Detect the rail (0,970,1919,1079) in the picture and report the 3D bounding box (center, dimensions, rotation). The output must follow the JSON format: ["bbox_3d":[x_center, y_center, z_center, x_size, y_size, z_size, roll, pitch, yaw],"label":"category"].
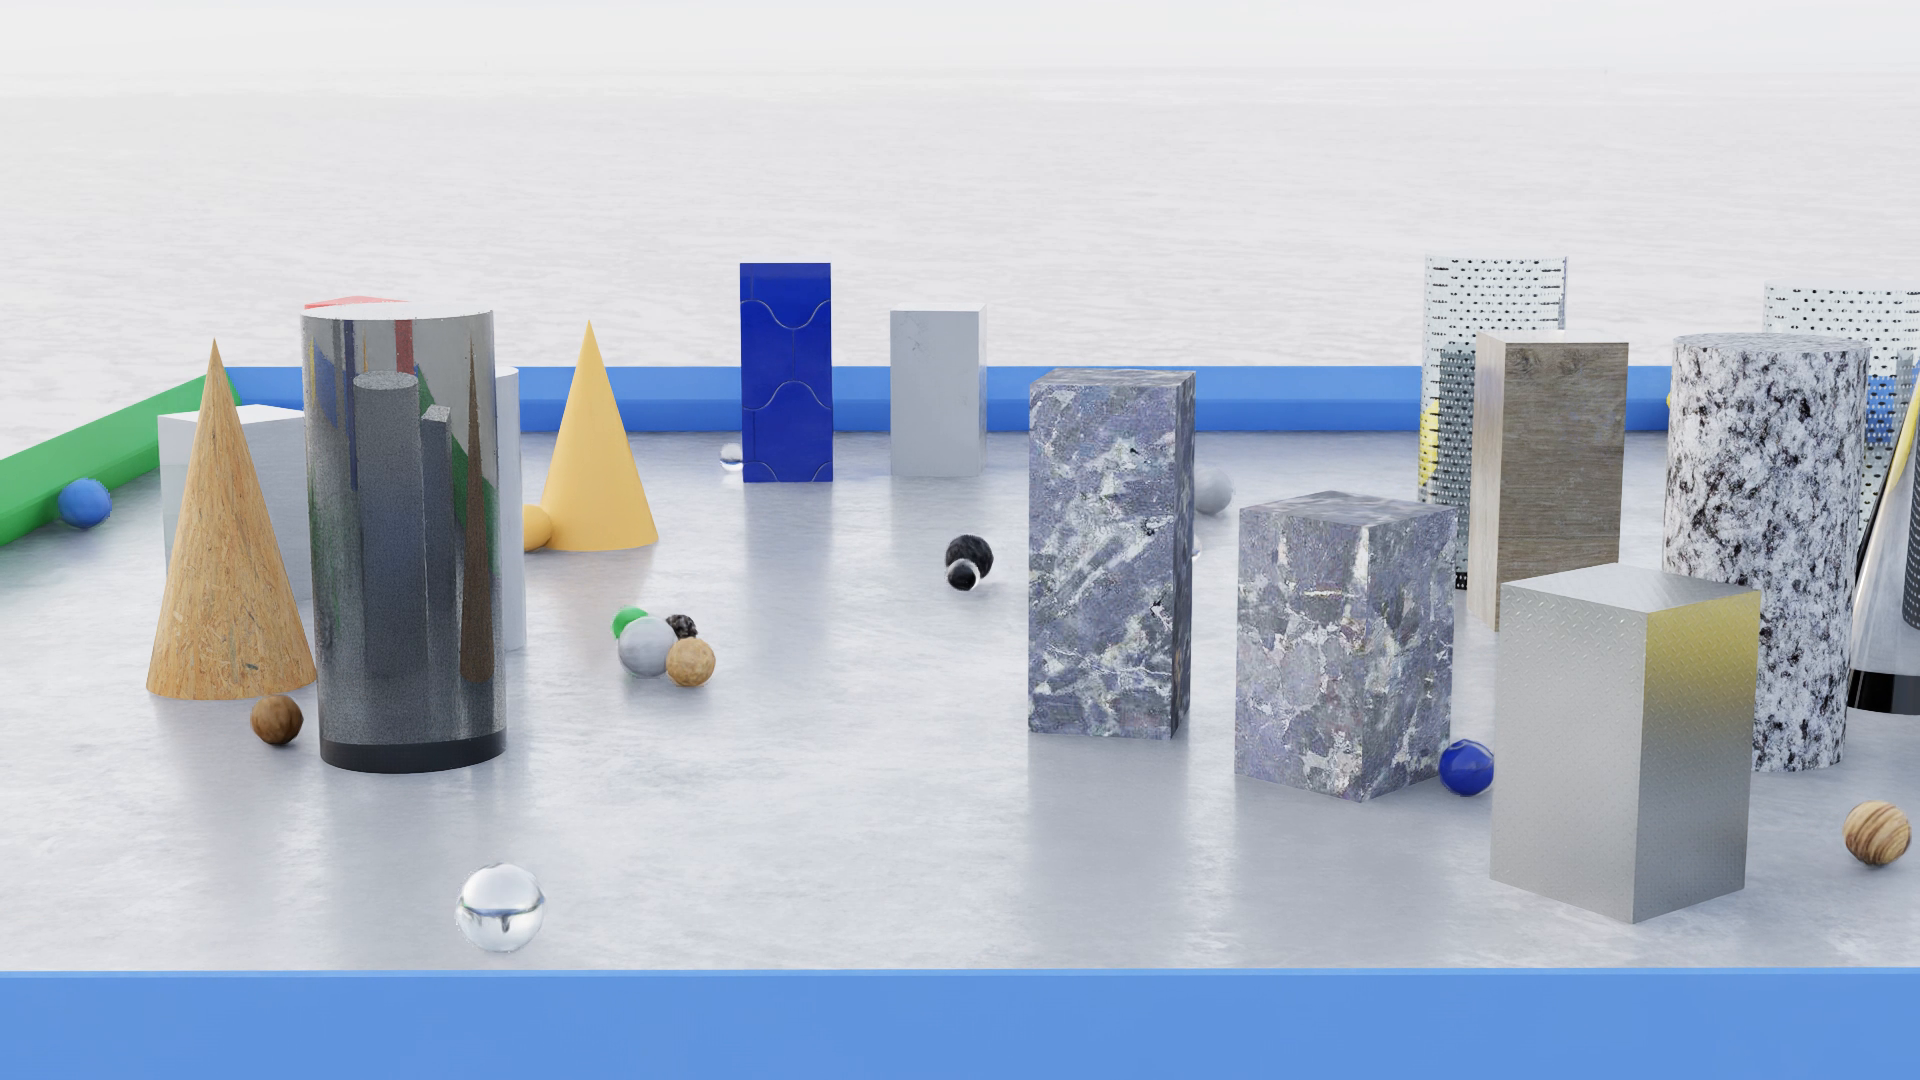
[{"bbox_3d":[0.010,0.348,1.749,2.940,0.129,0.045,0,10,0],"label":"rail"}]

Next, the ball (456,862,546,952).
[{"bbox_3d":[-0.382,0.305,2.135,0.074,0.074,0.074,0,10,0],"label":"ball"}]

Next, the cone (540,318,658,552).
[{"bbox_3d":[-0.569,-0.171,3.964,0.199,0.345,0.199,0,10,0],"label":"cone"}]

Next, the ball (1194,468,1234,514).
[{"bbox_3d":[0.409,-0.080,4.209,0.078,0.078,0.078,0,10,0],"label":"ball"}]

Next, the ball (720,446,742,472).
[{"bbox_3d":[-0.413,-0.148,4.659,0.048,0.048,0.048,0,10,0],"label":"ball"}]

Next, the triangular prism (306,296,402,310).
[{"bbox_3d":[-0.995,-0.228,4.274,0.172,0.345,0.149,-3,11,-15],"label":"triangular prism"}]

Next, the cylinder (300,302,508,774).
[{"bbox_3d":[-0.589,-0.007,2.726,0.199,0.473,0.199,0,10,0],"label":"cylinder"}]

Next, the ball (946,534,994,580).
[{"bbox_3d":[0.013,0.026,3.658,0.068,0.068,0.068,0,10,0],"label":"ball"}]

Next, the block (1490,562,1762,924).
[{"bbox_3d":[0.591,0.175,2.288,0.159,0.273,0.159,-8,13,-37],"label":"block"}]

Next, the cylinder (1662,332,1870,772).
[{"bbox_3d":[0.852,0.008,2.737,0.199,0.440,0.199,0,10,0],"label":"cylinder"}]

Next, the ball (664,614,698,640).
[{"bbox_3d":[-0.354,0.117,3.229,0.047,0.047,0.047,0,10,0],"label":"ball"}]

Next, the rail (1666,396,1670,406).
[{"bbox_3d":[1.446,0.032,3.457,0.045,0.129,3.505,0,10,0],"label":"rail"}]

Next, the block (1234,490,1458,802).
[{"bbox_3d":[0.398,0.105,2.651,0.159,0.280,0.159,10,14,43],"label":"block"}]

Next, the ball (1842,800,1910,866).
[{"bbox_3d":[0.845,0.270,2.365,0.059,0.059,0.059,0,10,0],"label":"ball"}]

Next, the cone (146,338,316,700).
[{"bbox_3d":[-0.873,-0.035,3.041,0.199,0.414,0.199,0,10,0],"label":"cone"}]

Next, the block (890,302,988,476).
[{"bbox_3d":[-0.037,-0.275,4.660,0.159,0.297,0.159,1,11,6],"label":"block"}]

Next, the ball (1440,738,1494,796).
[{"bbox_3d":[0.513,0.229,2.593,0.057,0.057,0.057,0,10,0],"label":"ball"}]

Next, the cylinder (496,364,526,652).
[{"bbox_3d":[-0.654,-0.040,3.248,0.199,0.348,0.199,0,10,0],"label":"cylinder"}]

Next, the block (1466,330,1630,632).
[{"bbox_3d":[0.773,-0.081,3.388,0.159,0.377,0.159,0,10,-2],"label":"block"}]

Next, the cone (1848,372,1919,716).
[{"bbox_3d":[1.102,-0.012,2.972,0.199,0.394,0.199,0,10,0],"label":"cone"}]

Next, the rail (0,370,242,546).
[{"bbox_3d":[-1.446,0.035,3.441,0.045,0.129,3.505,0,10,0],"label":"rail"}]

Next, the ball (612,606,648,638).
[{"bbox_3d":[-0.416,0.110,3.260,0.050,0.050,0.050,0,10,0],"label":"ball"}]

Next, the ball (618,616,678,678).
[{"bbox_3d":[-0.375,0.129,3.089,0.074,0.074,0.074,0,10,0],"label":"ball"}]

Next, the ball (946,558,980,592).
[{"bbox_3d":[0.004,0.049,3.596,0.046,0.046,0.046,0,10,0],"label":"ball"}]

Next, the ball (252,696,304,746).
[{"bbox_3d":[-0.741,0.195,2.784,0.054,0.054,0.054,0,10,0],"label":"ball"}]

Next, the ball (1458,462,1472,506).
[{"bbox_3d":[0.867,-0.091,4.239,0.087,0.087,0.087,0,10,0],"label":"ball"}]

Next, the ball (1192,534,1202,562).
[{"bbox_3d":[0.331,0.011,3.789,0.050,0.050,0.050,0,10,0],"label":"ball"}]

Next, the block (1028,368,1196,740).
[{"bbox_3d":[0.170,0.011,2.863,0.159,0.387,0.159,2,11,13],"label":"block"}]

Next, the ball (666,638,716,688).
[{"bbox_3d":[-0.319,0.145,3.043,0.059,0.059,0.059,0,10,0],"label":"ball"}]

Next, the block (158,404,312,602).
[{"bbox_3d":[-0.987,-0.047,3.543,0.159,0.254,0.159,9,14,41],"label":"block"}]

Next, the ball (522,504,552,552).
[{"bbox_3d":[-0.656,-0.019,3.892,0.072,0.072,0.072,0,10,0],"label":"ball"}]

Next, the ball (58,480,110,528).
[{"bbox_3d":[-1.396,-0.058,4.086,0.078,0.078,0.078,0,10,0],"label":"ball"}]

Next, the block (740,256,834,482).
[{"bbox_3d":[-0.308,-0.307,4.585,0.159,0.387,0.159,0,10,-2],"label":"block"}]

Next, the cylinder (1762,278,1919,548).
[{"bbox_3d":[1.104,-0.093,3.230,0.199,0.459,0.199,0,10,0],"label":"cylinder"}]

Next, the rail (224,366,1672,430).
[{"bbox_3d":[-0.010,-0.281,5.149,2.940,0.129,0.045,0,10,0],"label":"rail"}]

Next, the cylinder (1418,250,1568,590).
[{"bbox_3d":[0.755,-0.174,3.653,0.199,0.465,0.199,0,10,0],"label":"cylinder"}]
